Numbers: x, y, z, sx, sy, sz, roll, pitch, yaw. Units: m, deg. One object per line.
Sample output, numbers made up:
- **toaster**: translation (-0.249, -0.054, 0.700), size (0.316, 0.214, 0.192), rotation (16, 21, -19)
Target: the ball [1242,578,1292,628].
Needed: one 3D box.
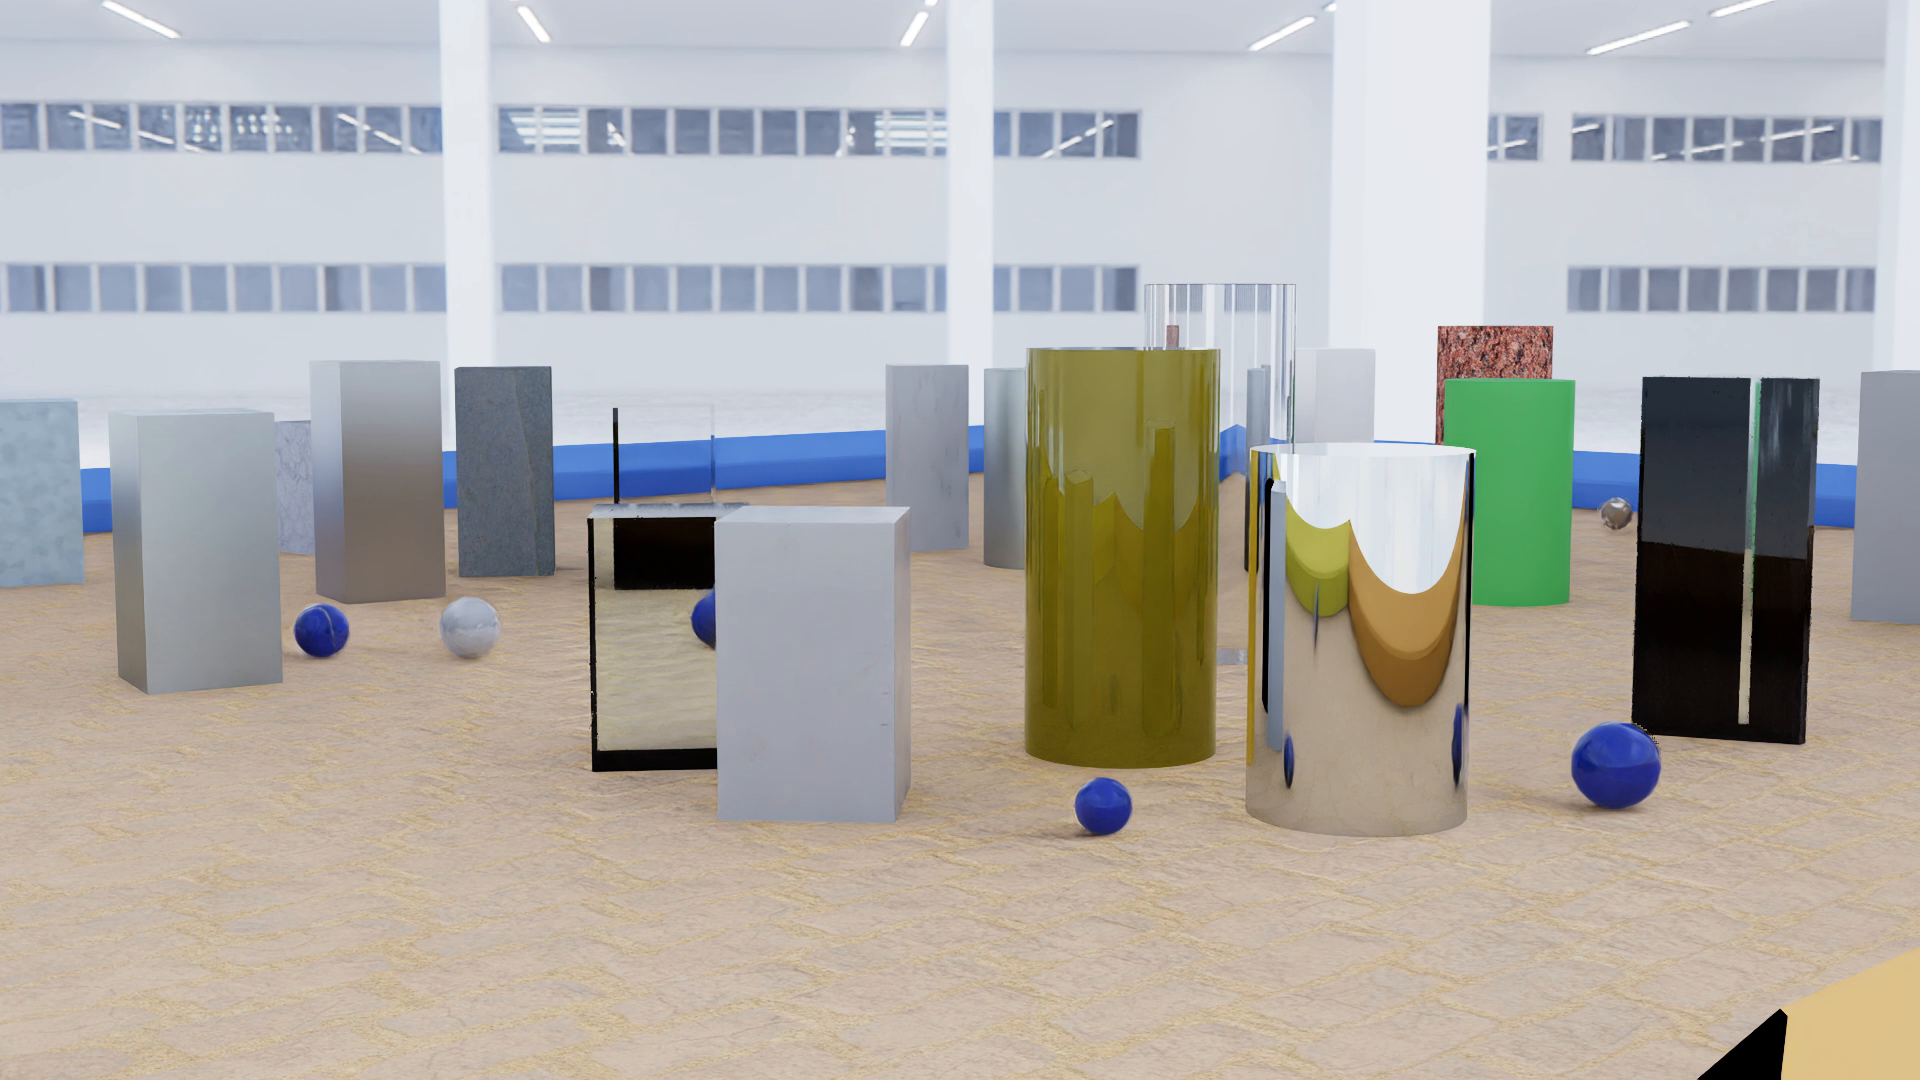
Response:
- **ball**: translation (0.427, 0.088, 3.064), size (0.069, 0.069, 0.069), rotation (0, 6, 0)

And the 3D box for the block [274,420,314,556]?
- **block**: translation (-1.163, -0.101, 4.078), size (0.156, 0.238, 0.156), rotation (5, 8, 42)

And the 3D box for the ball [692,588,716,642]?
- **ball**: translation (-0.325, 0.101, 2.956), size (0.071, 0.071, 0.071), rotation (0, 6, 0)

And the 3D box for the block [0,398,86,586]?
- **block**: translation (-1.533, -0.081, 3.615), size (0.156, 0.296, 0.156), rotation (-3, 7, -25)

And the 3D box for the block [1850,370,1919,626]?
- **block**: translation (1.396, -0.064, 3.163), size (0.156, 0.355, 0.156), rotation (5, 8, 41)

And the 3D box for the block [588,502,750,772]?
- **block**: translation (-0.287, 0.093, 2.196), size (0.156, 0.246, 0.156), rotation (-1, 6, -6)

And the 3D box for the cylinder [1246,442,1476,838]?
- **cylinder**: translation (0.352, 0.081, 1.940), size (0.194, 0.323, 0.194), rotation (0, 6, 0)

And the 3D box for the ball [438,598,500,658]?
- **ball**: translation (-0.629, 0.112, 2.821), size (0.077, 0.077, 0.077), rotation (0, 6, 0)

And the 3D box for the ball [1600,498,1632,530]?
- **ball**: translation (1.333, -0.054, 4.468), size (0.064, 0.064, 0.064), rotation (0, 6, 0)

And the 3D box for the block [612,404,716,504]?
- **block**: translation (-0.484, -0.077, 3.616), size (0.156, 0.288, 0.156), rotation (0, 6, -4)

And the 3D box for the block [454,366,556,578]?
- **block**: translation (-0.771, -0.120, 3.738), size (0.156, 0.347, 0.156), rotation (-1, 6, -9)

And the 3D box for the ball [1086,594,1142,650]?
- **ball**: translation (0.202, 0.108, 2.884), size (0.073, 0.073, 0.073), rotation (0, 6, 0)

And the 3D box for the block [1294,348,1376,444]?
- **block**: translation (0.699, -0.190, 4.307), size (0.156, 0.369, 0.156), rotation (-4, 7, -34)

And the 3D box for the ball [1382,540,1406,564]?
- **ball**: translation (0.762, 0.022, 3.854), size (0.041, 0.041, 0.041), rotation (0, 6, 0)

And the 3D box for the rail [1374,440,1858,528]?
- **rail**: translation (1.551, -0.116, 4.756), size (0.045, 0.126, 3.948), rotation (-5, 8, -42)

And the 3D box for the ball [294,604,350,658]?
- **ball**: translation (-0.819, 0.116, 2.824), size (0.069, 0.069, 0.069), rotation (0, 6, 0)

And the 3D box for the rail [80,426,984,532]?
- **rail**: translation (-1.323, -0.117, 4.757), size (4.269, 0.126, 0.045), rotation (-5, 8, -42)

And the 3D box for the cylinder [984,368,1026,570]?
- **cylinder**: translation (0.139, -0.128, 3.847), size (0.194, 0.342, 0.194), rotation (0, 6, 0)

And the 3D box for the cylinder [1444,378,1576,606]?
- **cylinder**: translation (0.842, -0.078, 3.385), size (0.194, 0.337, 0.194), rotation (0, 6, 0)

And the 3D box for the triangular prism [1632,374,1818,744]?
- **triangular prism**: translation (0.814, 0.013, 2.337), size (0.168, 0.375, 0.146), rotation (2, 6, 21)

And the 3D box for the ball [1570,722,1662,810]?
- **ball**: translation (0.586, 0.201, 1.966), size (0.078, 0.078, 0.078), rotation (0, 6, 0)

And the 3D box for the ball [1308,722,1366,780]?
- **ball**: translation (0.358, 0.200, 2.089), size (0.055, 0.055, 0.055), rotation (0, 6, 0)

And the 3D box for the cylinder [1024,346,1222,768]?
- **cylinder**: translation (0.162, 0.011, 2.214), size (0.194, 0.406, 0.194), rotation (0, 6, 0)

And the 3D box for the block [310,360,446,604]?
- **block**: translation (-0.905, -0.095, 3.416), size (0.156, 0.365, 0.156), rotation (-4, 7, -33)

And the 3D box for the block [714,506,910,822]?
- **block**: translation (-0.129, 0.107, 1.982), size (0.156, 0.262, 0.156), rotation (0, 6, 4)

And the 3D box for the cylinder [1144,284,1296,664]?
- **cylinder**: translation (0.333, -0.090, 2.836), size (0.194, 0.476, 0.194), rotation (0, 6, 0)

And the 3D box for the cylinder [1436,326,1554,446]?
- **cylinder**: translation (0.924, -0.163, 3.817), size (0.194, 0.416, 0.194), rotation (0, 6, 0)

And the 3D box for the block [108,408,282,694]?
- **block**: translation (-0.917, 0.008, 2.637), size (0.156, 0.323, 0.156), rotation (-4, 7, -32)

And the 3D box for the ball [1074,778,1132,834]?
- **ball**: translation (0.122, 0.226, 1.870), size (0.049, 0.049, 0.049), rotation (0, 6, 0)

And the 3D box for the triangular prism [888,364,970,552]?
- **triangular prism**: translation (-0.094, -0.157, 4.118), size (0.168, 0.343, 0.146), rotation (-4, 7, -37)

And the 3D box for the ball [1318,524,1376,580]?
- **ball**: translation (0.641, 0.018, 3.641), size (0.093, 0.093, 0.093), rotation (0, 6, 0)

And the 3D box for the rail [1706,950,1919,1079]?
- **rail**: translation (1.323, 0.182, 1.907), size (4.269, 0.126, 0.045), rotation (-5, 8, -42)
